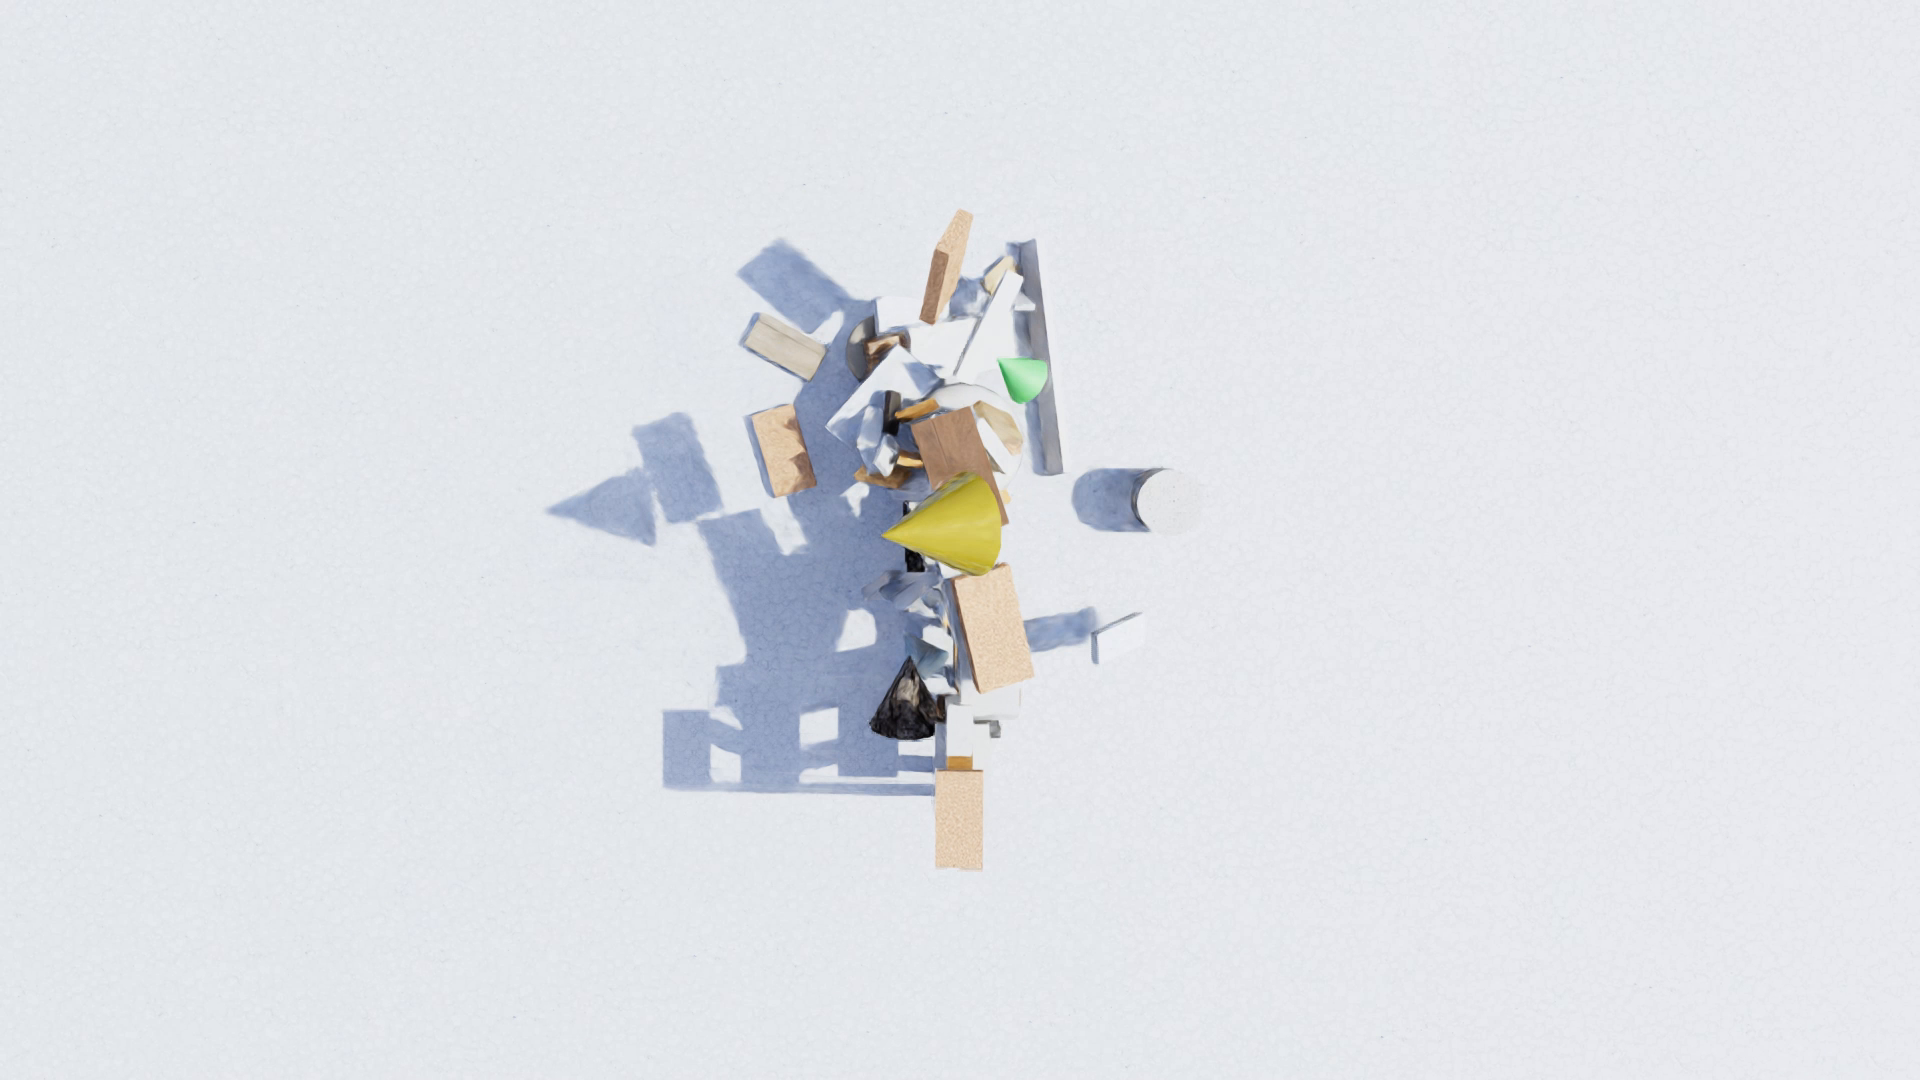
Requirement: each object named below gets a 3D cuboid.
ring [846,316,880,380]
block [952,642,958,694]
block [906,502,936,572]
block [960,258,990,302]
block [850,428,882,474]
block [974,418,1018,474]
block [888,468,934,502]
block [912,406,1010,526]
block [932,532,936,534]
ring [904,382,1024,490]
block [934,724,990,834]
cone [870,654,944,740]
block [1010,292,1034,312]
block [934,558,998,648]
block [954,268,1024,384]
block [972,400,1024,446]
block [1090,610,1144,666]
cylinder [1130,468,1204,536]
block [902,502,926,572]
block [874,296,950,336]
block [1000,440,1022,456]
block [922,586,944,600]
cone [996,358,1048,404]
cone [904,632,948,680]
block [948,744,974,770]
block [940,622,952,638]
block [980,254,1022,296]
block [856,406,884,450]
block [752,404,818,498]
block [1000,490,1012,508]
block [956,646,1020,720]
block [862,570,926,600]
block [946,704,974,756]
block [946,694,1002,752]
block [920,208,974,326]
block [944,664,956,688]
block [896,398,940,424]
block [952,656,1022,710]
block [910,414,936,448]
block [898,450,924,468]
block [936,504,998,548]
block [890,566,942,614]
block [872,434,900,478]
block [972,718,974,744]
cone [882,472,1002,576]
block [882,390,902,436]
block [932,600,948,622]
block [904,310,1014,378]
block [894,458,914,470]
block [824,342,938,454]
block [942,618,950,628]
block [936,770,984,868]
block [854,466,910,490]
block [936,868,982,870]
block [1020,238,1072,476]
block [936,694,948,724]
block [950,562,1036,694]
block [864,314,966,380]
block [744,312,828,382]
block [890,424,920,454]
[{"bbox_3d":[-0.250,-0.622,5.457,0.258,0.086,0.258,0,86,-1],"label":"ring"},{"bbox_3d":[0.045,0.386,5.228,0.124,0.035,0.248,-4,90,-6],"label":"block"},{"bbox_3d":[-0.075,-0.018,5.315,0.130,0.037,0.259,-13,75,-15],"label":"block"},{"bbox_3d":[0.050,-0.866,5.490,0.068,0.019,0.135,-33,90,0],"label":"block"},{"bbox_3d":[-0.282,-0.288,5.253,0.081,0.023,0.162,-17,62,-12],"label":"block"},{"bbox_3d":[0.060,-0.292,5.115,0.049,0.375,0.173,-39,100,-8],"label":"block"},{"bbox_3d":[-0.067,-0.175,5.082,0.142,0.460,0.040,-42,110,-19],"label":"block"},{"bbox_3d":[0.002,-0.177,4.455,0.168,0.048,0.336,-19,92,2],"label":"block"},{"bbox_3d":[-0.038,0.032,5.172,0.075,0.240,0.021,15,106,-13],"label":"block"},{"bbox_3d":[0.005,-0.314,5.432,0.409,0.136,0.409,0,90,0],"label":"ring"},{"bbox_3d":[0.006,0.693,4.793,0.158,0.045,0.315,0,89,0],"label":"block"},{"bbox_3d":[-0.155,0.449,4.948,0.228,0.228,0.228,2,106,0],"label":"cone"},{"bbox_3d":[0.192,-0.787,5.429,0.068,0.135,0.019,-4,118,-16],"label":"block"},{"bbox_3d":[0.032,0.123,4.696,0.168,0.048,0.336,-18,111,-14],"label":"block"},{"bbox_3d":[0.093,-0.690,5.347,0.068,0.019,0.387,21,101,-28],"label":"block"},{"bbox_3d":[0.122,-0.367,5.214,0.031,0.217,0.108,-33,68,21],"label":"block"},{"bbox_3d":[0.508,0.314,5.303,0.217,0.031,0.108,-21,119,-37],"label":"block"},{"bbox_3d":[0.674,-0.127,5.385,0.213,0.213,0.213,0,95,0],"label":"cylinder"},{"bbox_3d":[-0.139,0.007,5.401,0.037,0.130,0.297,2,76,-23],"label":"block"},{"bbox_3d":[-0.156,-0.732,5.424,0.249,0.035,0.125,0,75,-21],"label":"block"},{"bbox_3d":[0.135,-0.297,5.347,0.135,0.019,0.068,-18,113,-28],"label":"block"},{"bbox_3d":[-0.027,0.165,4.765,0.149,0.075,0.021,16,92,-22],"label":"block"},{"bbox_3d":[0.157,-0.514,4.967,0.152,0.152,0.152,33,90,-40],"label":"cone"},{"bbox_3d":[-0.147,0.359,5.464,0.159,0.159,0.159,-36,64,0],"label":"cone"},{"bbox_3d":[0.001,0.631,4.712,0.071,0.142,0.020,1,46,0],"label":"block"},{"bbox_3d":[0.011,0.283,5.369,0.124,0.248,0.035,2,94,-6],"label":"block"},{"bbox_3d":[0.134,-0.877,5.478,0.067,0.019,0.135,44,79,-1],"label":"block"},{"bbox_3d":[-0.280,-0.357,5.253,0.068,0.019,0.136,14,66,1],"label":"block"},{"bbox_3d":[-0.583,-0.297,5.480,0.141,0.040,0.283,-17,90,0],"label":"block"},{"bbox_3d":[0.026,-0.055,4.967,0.142,0.284,0.040,-15,71,-36],"label":"block"},{"bbox_3d":[0.079,0.360,4.849,0.169,0.048,0.338,-1,66,-7],"label":"block"},{"bbox_3d":[-0.173,0.146,5.190,0.130,0.259,0.037,-36,64,35],"label":"block"},{"bbox_3d":[0.000,0.536,4.644,0.071,0.020,0.142,2,89,1],"label":"block"},{"bbox_3d":[0.039,0.550,4.974,0.158,0.315,0.045,-5,110,0],"label":"block"},{"bbox_3d":[-0.042,-0.813,4.934,0.049,0.346,0.173,25,60,5],"label":"block"},{"bbox_3d":[0.021,0.446,5.370,0.124,0.248,0.035,4,94,-5],"label":"block"},{"bbox_3d":[-0.135,-0.410,5.228,0.135,0.068,0.019,-22,77,4],"label":"block"},{"bbox_3d":[0.078,0.435,5.024,0.169,0.377,0.048,0,103,-6],"label":"block"},{"bbox_3d":[-0.049,-0.297,5.128,0.173,0.346,0.049,34,81,-5],"label":"block"},{"bbox_3d":[-0.155,-0.256,5.225,0.081,0.162,0.023,10,101,-3],"label":"block"},{"bbox_3d":[0.009,-0.084,5.243,0.142,0.040,0.284,-1,48,-25],"label":"block"},{"bbox_3d":[-0.088,0.149,5.033,0.169,0.338,0.048,-38,81,10],"label":"block"},{"bbox_3d":[-0.230,-0.268,5.192,0.019,0.136,0.068,-19,123,31],"label":"block"},{"bbox_3d":[0.003,0.536,4.713,0.071,0.142,0.020,1,46,0],"label":"block"},{"bbox_3d":[-0.087,-0.026,4.234,0.279,0.279,0.279,-8,90,-35],"label":"cone"},{"bbox_3d":[-0.217,-0.405,5.246,0.019,0.068,0.136,4,87,28],"label":"block"},{"bbox_3d":[-0.030,0.169,5.291,0.141,0.283,0.040,-40,102,3],"label":"block"},{"bbox_3d":[0.002,-0.634,5.377,0.356,0.050,0.178,-12,111,-18],"label":"block"},{"bbox_3d":[-0.168,-0.216,5.311,0.139,0.020,0.069,19,101,-28],"label":"block"},{"bbox_3d":[-0.253,-0.447,5.313,0.178,0.050,0.356,39,101,-18],"label":"block"},{"bbox_3d":[-0.019,0.194,5.358,0.141,0.283,0.040,-40,103,0],"label":"block"},{"bbox_3d":[-0.001,0.758,4.493,0.130,0.037,0.259,1,89,0],"label":"block"},{"bbox_3d":[-0.247,-0.206,5.229,0.162,0.081,0.023,14,131,29],"label":"block"},{"bbox_3d":[-0.003,0.860,5.005,0.130,0.989,0.037,0,93,0],"label":"block"},{"bbox_3d":[0.282,-0.602,5.445,0.031,0.108,0.777,-7,90,-28],"label":"block"},{"bbox_3d":[0.007,0.649,5.153,0.162,0.046,0.324,1,90,0],"label":"block"},{"bbox_3d":[0.092,0.250,4.667,0.168,0.048,0.336,-16,101,-15],"label":"block"},{"bbox_3d":[-0.125,-0.605,5.392,0.356,0.050,0.178,-18,112,-16],"label":"block"},{"bbox_3d":[-0.576,-0.642,5.482,0.249,0.035,0.125,29,90,0],"label":"block"},{"bbox_3d":[-0.214,-0.322,5.402,0.125,0.035,0.249,-51,60,28],"label":"block"}]
